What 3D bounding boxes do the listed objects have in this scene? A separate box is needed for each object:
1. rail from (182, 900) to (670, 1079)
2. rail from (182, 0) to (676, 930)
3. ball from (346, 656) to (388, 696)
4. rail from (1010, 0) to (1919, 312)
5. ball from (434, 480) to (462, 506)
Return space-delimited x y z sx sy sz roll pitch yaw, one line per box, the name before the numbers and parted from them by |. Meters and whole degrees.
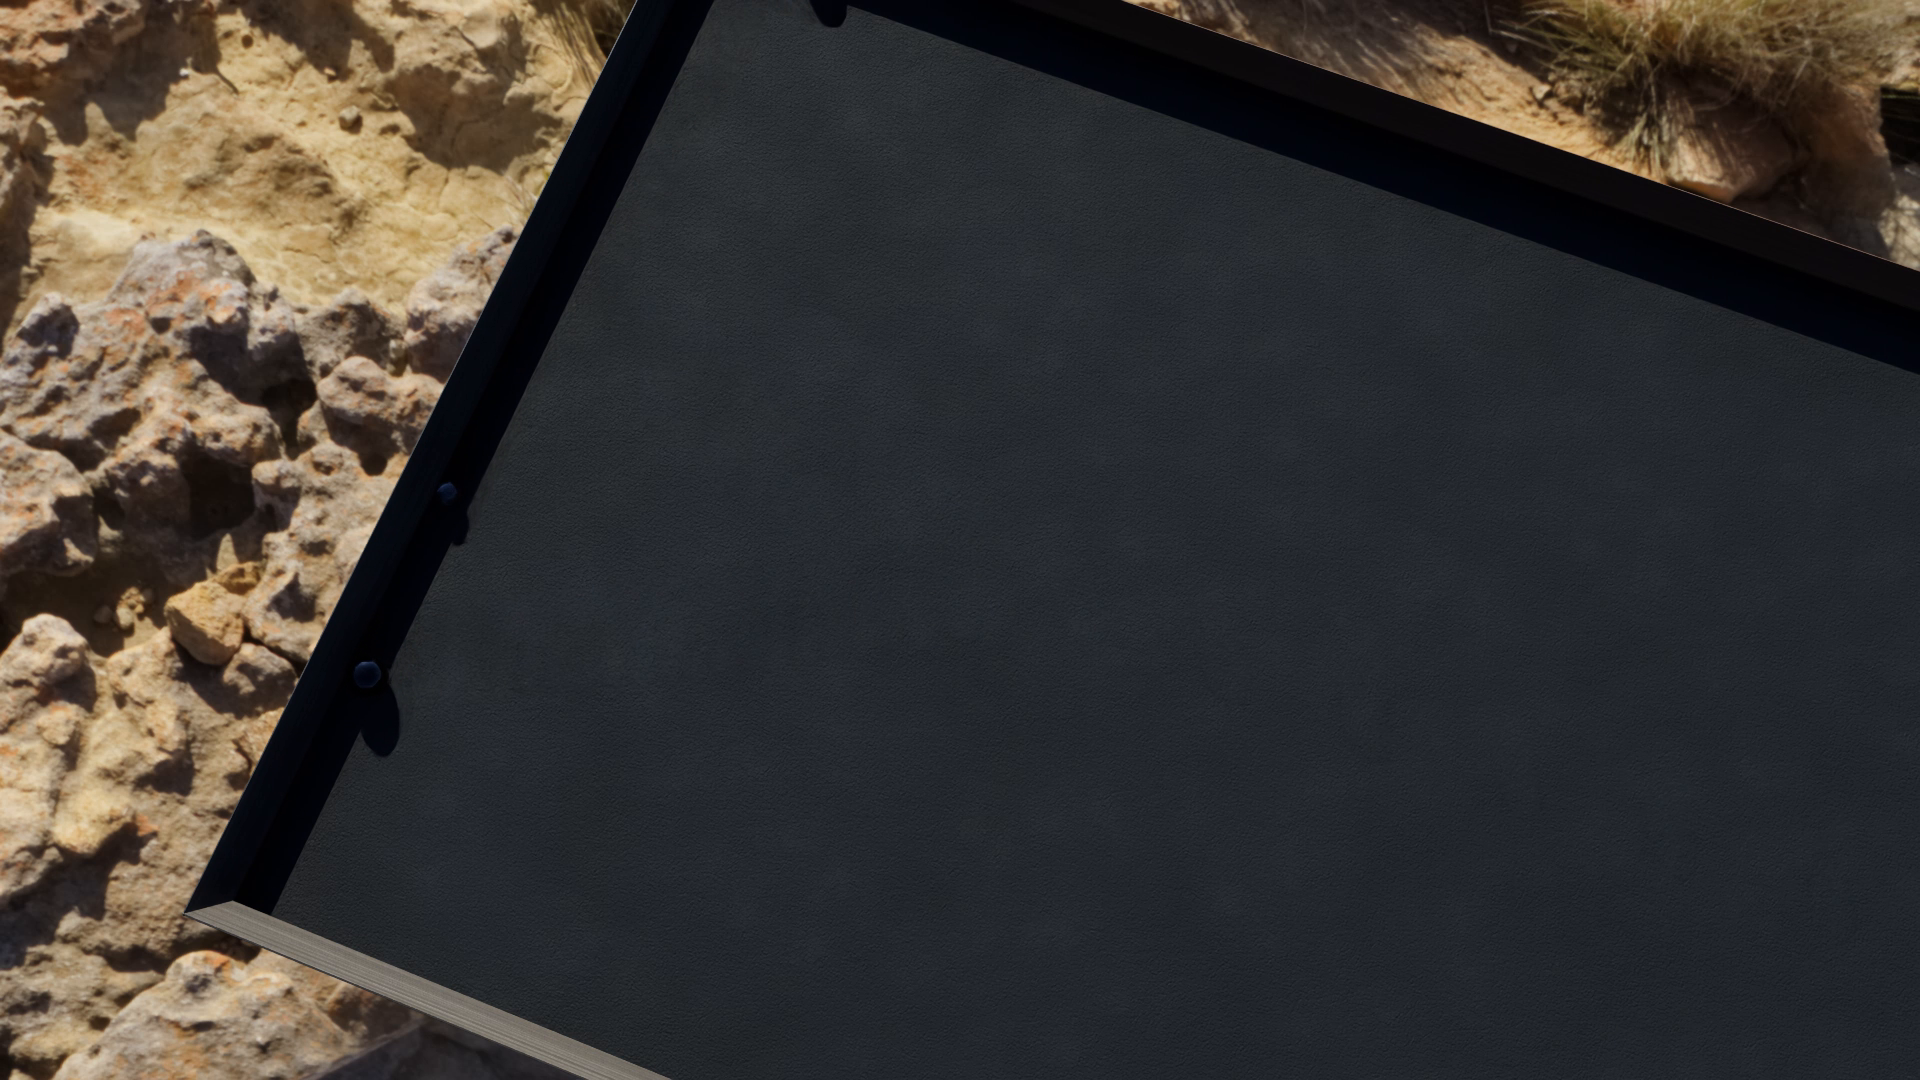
rail | 0.437 1.109 3.033 3.332 0.082 0.045 20 73 6
rail | -0.754 -0.285 3.481 0.045 0.082 1.909 20 73 6
ball | -0.898 0.206 3.335 0.062 0.062 0.062 0 72 0
rail | 1.115 -0.542 3.564 3.332 0.082 0.045 20 73 6
ball | -0.801 -0.074 3.435 0.042 0.042 0.042 0 72 0
